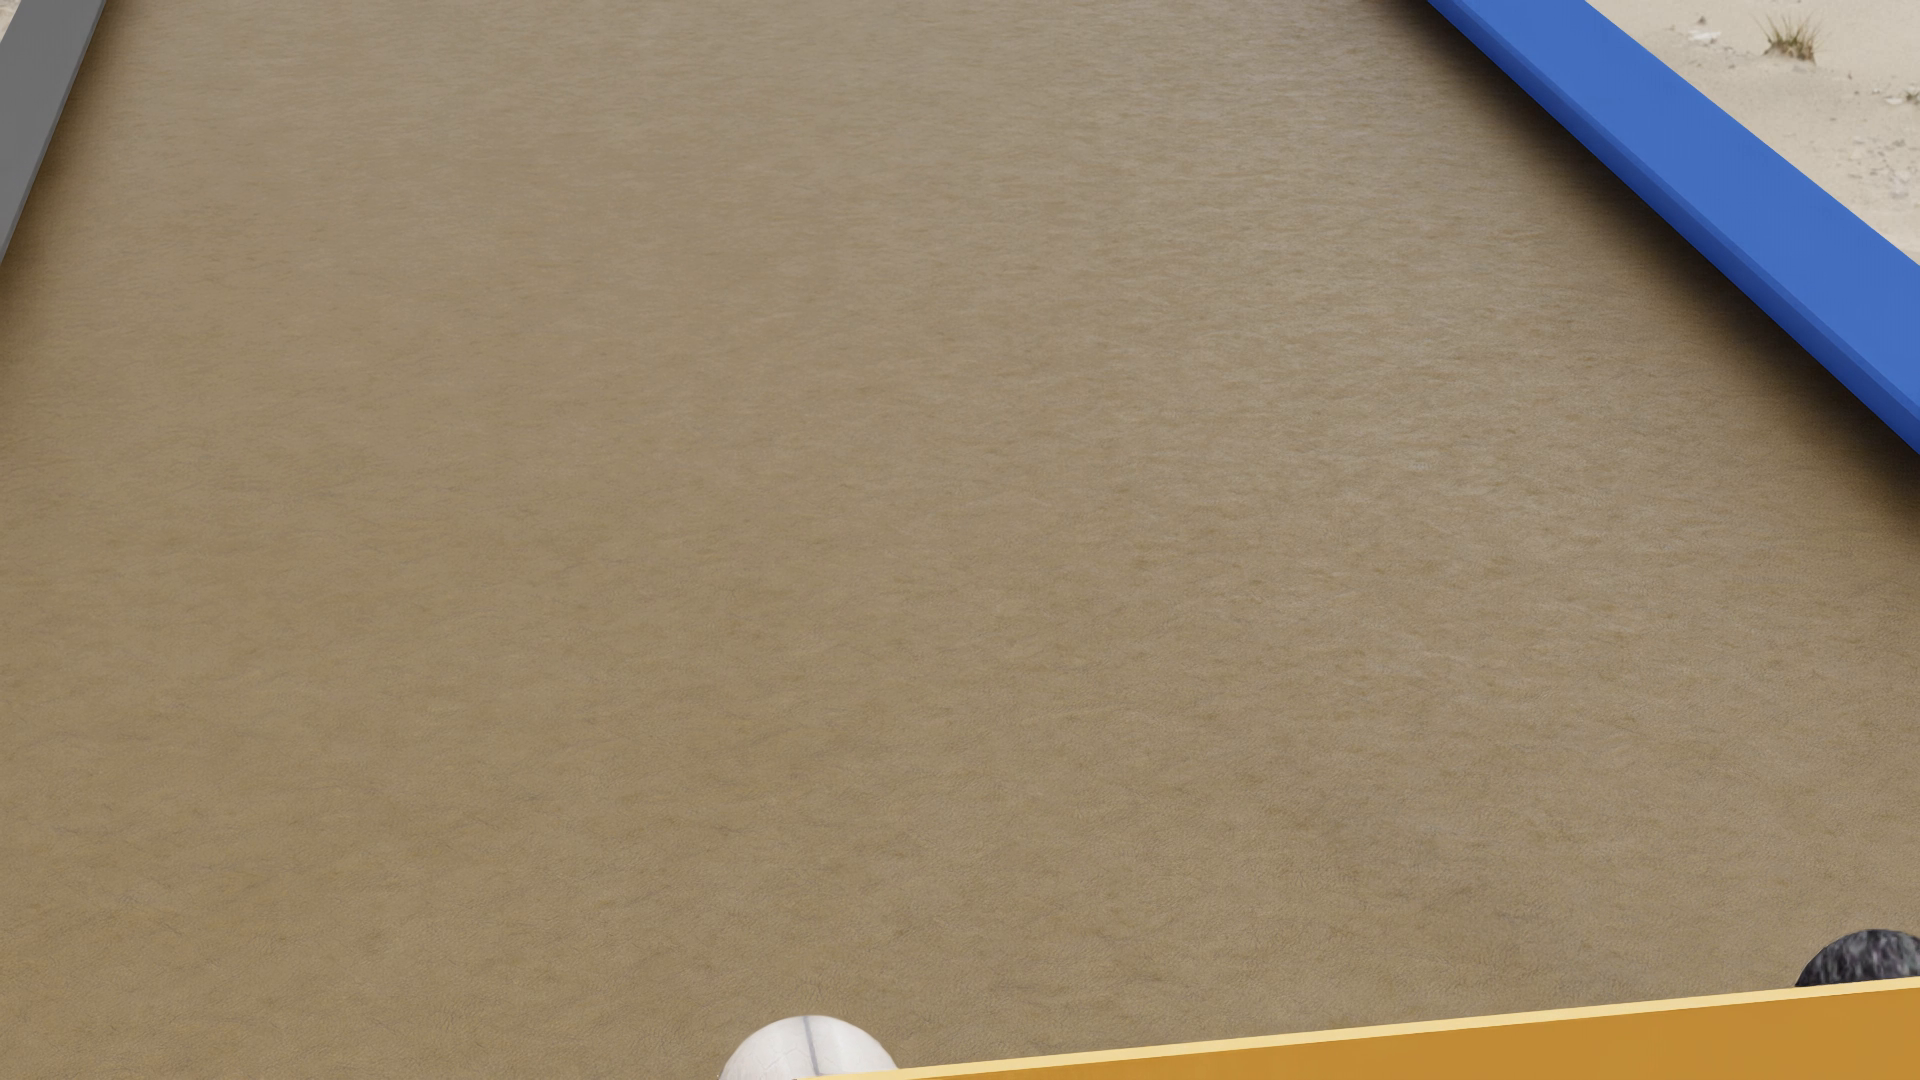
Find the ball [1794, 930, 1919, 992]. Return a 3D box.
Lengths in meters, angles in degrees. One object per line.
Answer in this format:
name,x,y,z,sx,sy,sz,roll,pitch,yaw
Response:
ball,0.453,0.235,1.442,0.088,0.088,0.088,0,26,0

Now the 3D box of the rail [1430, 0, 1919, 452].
rail,0.594,-0.374,2.647,0.045,0.130,2.807,-4,26,-8

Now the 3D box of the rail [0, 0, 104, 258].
rail,-0.805,-0.281,2.456,0.045,0.130,2.807,-4,26,-8

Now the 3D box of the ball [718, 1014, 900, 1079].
ball,-0.070,0.268,1.371,0.092,0.092,0.092,0,26,0

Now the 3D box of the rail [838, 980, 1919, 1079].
rail,0.102,0.268,1.325,1.463,0.130,0.045,-4,26,-8
